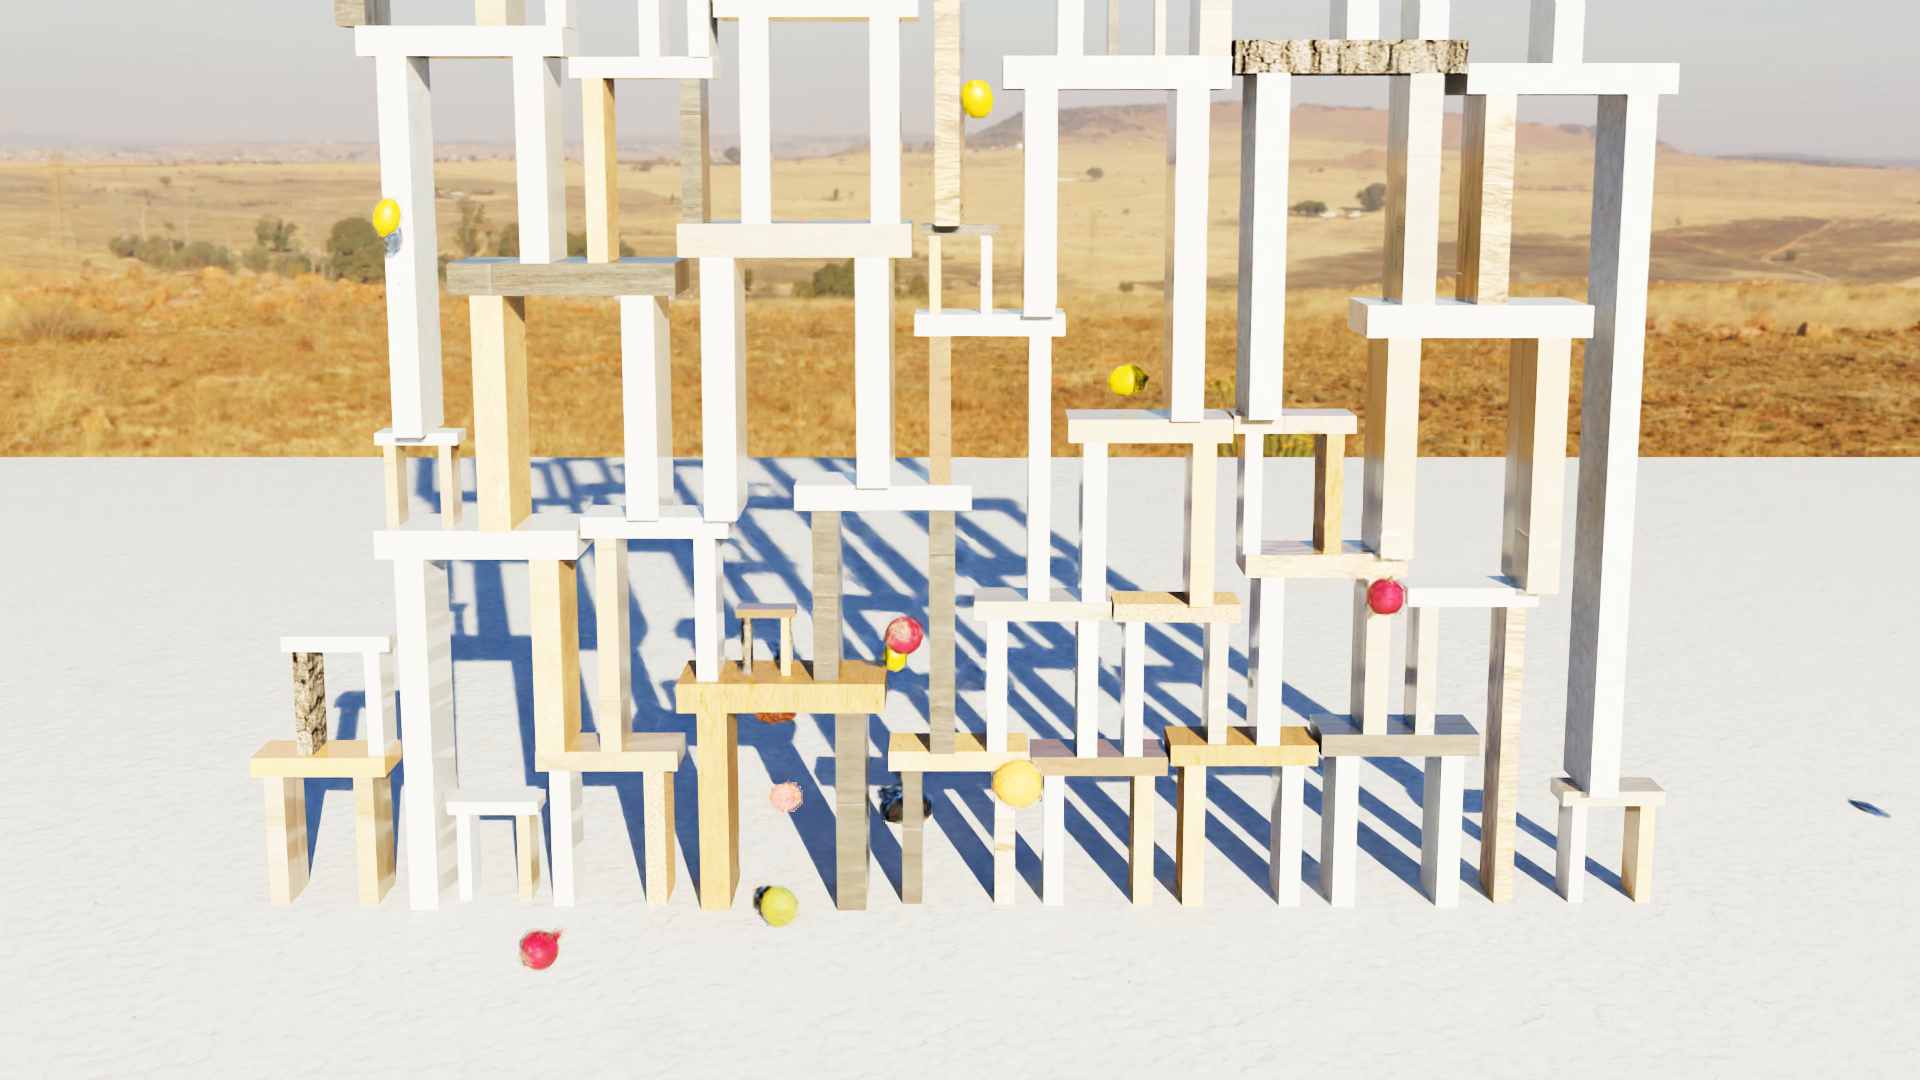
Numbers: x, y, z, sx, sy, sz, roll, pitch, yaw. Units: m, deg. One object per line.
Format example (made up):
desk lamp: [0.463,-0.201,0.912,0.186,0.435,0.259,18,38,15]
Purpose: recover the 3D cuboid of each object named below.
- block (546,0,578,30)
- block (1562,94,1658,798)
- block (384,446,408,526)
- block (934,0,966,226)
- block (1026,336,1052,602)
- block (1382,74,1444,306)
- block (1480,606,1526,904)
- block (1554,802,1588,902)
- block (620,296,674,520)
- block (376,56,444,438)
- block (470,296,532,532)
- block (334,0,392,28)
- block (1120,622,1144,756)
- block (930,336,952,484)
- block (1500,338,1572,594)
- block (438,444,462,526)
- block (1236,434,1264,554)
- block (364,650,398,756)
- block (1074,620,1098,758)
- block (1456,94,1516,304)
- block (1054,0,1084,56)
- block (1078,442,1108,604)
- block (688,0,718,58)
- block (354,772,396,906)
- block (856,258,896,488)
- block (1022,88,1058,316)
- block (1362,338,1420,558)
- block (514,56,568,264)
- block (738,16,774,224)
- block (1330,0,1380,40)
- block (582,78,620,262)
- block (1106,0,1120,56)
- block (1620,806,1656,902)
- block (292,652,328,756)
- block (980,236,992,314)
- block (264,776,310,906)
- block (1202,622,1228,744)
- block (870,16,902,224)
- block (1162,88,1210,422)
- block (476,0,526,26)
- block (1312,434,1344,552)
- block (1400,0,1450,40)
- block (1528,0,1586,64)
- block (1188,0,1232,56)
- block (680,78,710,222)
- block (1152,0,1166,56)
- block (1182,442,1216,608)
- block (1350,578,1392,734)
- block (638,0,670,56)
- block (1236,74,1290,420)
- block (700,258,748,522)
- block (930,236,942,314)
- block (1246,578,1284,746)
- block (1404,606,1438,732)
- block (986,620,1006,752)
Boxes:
block: [-0.617,-0.899,3.390,0.030,0.214,0.107,0,11,0]
block: [1.042,-0.147,3.537,0.046,1.117,0.161,0,11,0]
block: [-0.907,-0.093,3.540,0.019,0.131,0.066,0,11,0]
block: [-0.015,-0.756,3.415,0.038,0.526,0.135,1,10,4]
block: [0.126,-0.121,3.538,0.033,0.425,0.118,0,11,0]
block: [0.711,-0.552,3.459,0.050,0.352,0.176,0,11,0]
block: [0.893,0.343,3.626,0.030,0.501,0.104,0,11,0]
block: [1.014,0.509,3.651,0.024,0.167,0.083,0,11,0]
block: [-0.500,-0.221,3.522,0.050,0.353,0.176,0,11,0]
block: [-0.866,-0.462,3.469,0.044,0.584,0.157,0,11,0]
block: [-0.734,-0.211,3.524,0.050,0.371,0.176,0,11,0]
block: [-0.924,-0.950,3.378,0.045,0.320,0.160,0,11,0]
block: [0.282,0.232,3.602,0.029,0.224,0.102,0,11,0]
block: [-0.031,-0.214,3.521,0.033,0.236,0.118,0,10,0]
block: [0.923,-0.130,3.531,0.049,0.406,0.175,0,11,0]
block: [-0.820,-0.093,3.540,0.019,0.131,0.066,0,11,0]
block: [0.466,-0.082,3.546,0.027,0.194,0.097,0,11,0]
block: [-0.951,0.258,3.611,0.025,0.174,0.087,0,11,0]
block: [0.206,0.231,3.598,0.031,0.228,0.110,0,11,0]
block: [0.827,-0.538,3.464,0.046,0.321,0.161,0,11,0]
block: [0.168,-0.882,3.391,0.038,0.269,0.135,0,11,0]
block: [0.213,-0.038,3.548,0.037,0.258,0.129,0,11,0]
block: [-0.398,-0.906,3.386,0.031,0.321,0.109,0,11,2]
block: [-0.971,0.483,3.648,0.031,0.219,0.109,0,11,0]
block: [-0.134,-0.275,3.508,0.051,0.360,0.180,0,11,1]
block: [0.124,-0.532,3.458,0.049,0.346,0.173,0,11,0]
block: [0.690,-0.158,3.525,0.049,0.349,0.175,0,11,0]
block: [-0.657,-0.596,3.446,0.044,0.313,0.157,0,11,0]
block: [-0.318,-0.656,3.442,0.044,0.311,0.155,0,11,-3]
block: [0.609,-0.937,3.380,0.047,0.333,0.167,0,11,0]
block: [-0.564,-0.581,3.455,0.031,0.281,0.110,0,11,1]
block: [0.236,-0.803,3.404,0.015,0.108,0.054,0,11,0]
block: [1.125,0.509,3.651,0.024,0.167,0.083,0,11,0]
block: [-1.067,0.258,3.611,0.025,0.174,0.087,0,11,0]
block: [0.042,-0.422,3.480,0.017,0.121,0.060,0,11,0]
block: [-1.117,0.483,3.648,0.031,0.219,0.109,0,11,0]
block: [0.417,0.222,3.600,0.029,0.203,0.102,0,11,0]
block: [-0.115,-0.655,3.439,0.044,0.310,0.155,0,11,0]
block: [0.355,-0.452,3.473,0.049,0.509,0.173,0,11,0]
block: [-0.711,-0.950,3.379,0.045,0.319,0.160,0,11,0]
block: [0.595,-0.083,3.551,0.027,0.194,0.097,0,11,-2]
block: [0.721,-0.926,3.392,0.044,0.308,0.154,0,11,0]
block: [0.926,-0.909,3.395,0.044,0.343,0.154,0,11,0]
block: [0.387,-0.924,3.379,0.047,0.357,0.167,0,11,0]
block: [-0.415,-0.611,3.449,0.031,0.221,0.110,0,11,0]
block: [0.308,-0.803,3.404,0.015,0.108,0.054,0,11,0]
block: [0.386,-0.035,3.548,0.037,0.264,0.129,0,11,0]
block: [0.671,0.175,3.597,0.037,0.258,0.129,0,11,0]
block: [-0.475,-0.877,3.396,0.030,0.259,0.107,0,11,1]
block: [0.477,-0.465,3.474,0.050,0.530,0.176,0,11,0]
block: [-0.376,-0.249,3.513,0.051,0.412,0.180,0,11,0]
block: [-0.039,-0.422,3.481,0.017,0.121,0.060,0,11,0]
block: [0.499,0.185,3.599,0.037,0.278,0.129,0,11,0]
block: [0.754,0.200,3.601,0.030,0.209,0.104,0,11,0]
block: [0.060,0.227,3.598,0.031,0.220,0.110,0,11,0]
